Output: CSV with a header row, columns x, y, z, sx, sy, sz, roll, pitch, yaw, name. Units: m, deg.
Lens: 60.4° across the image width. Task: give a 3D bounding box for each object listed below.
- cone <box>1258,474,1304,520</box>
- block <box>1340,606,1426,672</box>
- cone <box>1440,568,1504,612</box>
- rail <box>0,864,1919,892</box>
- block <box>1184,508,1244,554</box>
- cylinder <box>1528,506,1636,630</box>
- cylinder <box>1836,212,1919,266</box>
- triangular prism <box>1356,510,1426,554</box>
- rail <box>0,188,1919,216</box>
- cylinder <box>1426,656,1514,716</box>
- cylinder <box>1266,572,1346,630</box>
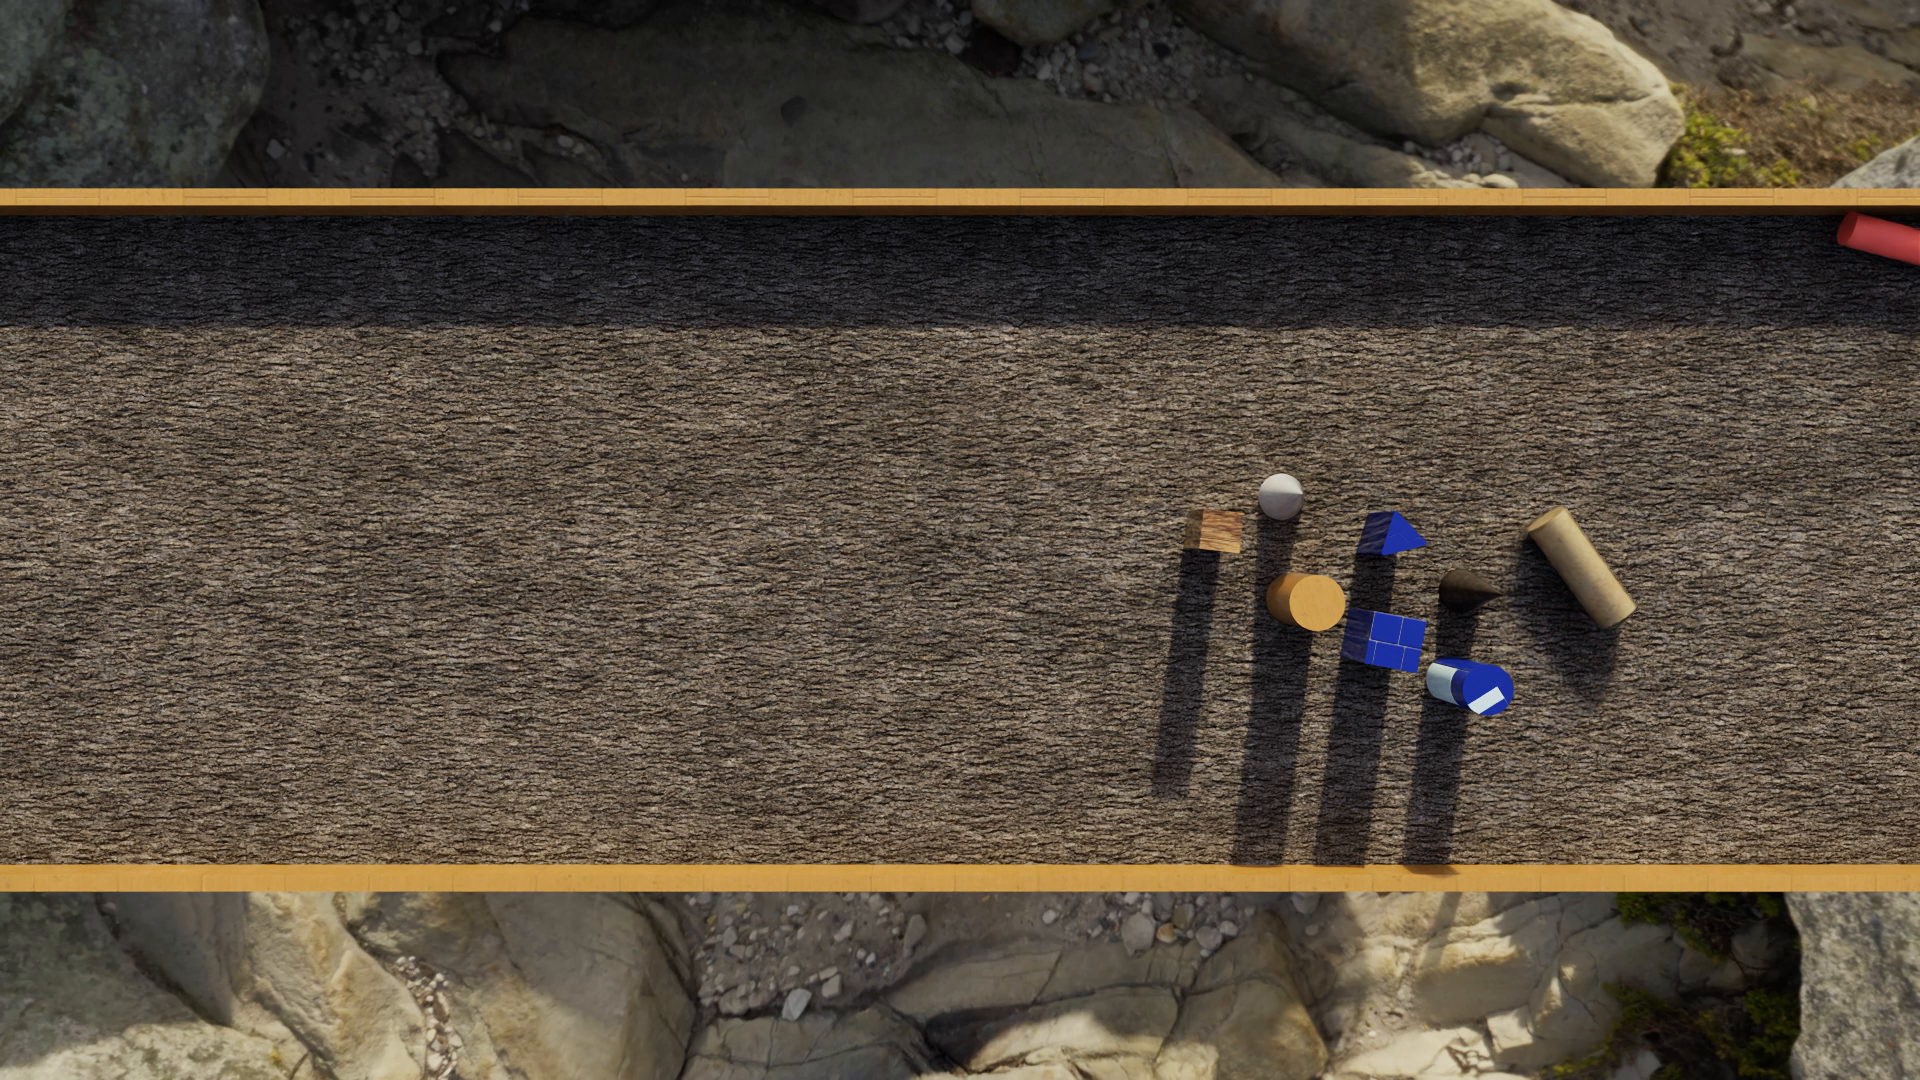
x,y,z,sx,sy,sz,roll,pitch,yaw,name
0.990,-0.133,4.920,0.143,0.313,0.143,0,90,0,cone
1.259,0.295,4.922,0.154,0.309,0.154,11,90,0,block
1.542,0.156,4.876,0.136,0.401,0.136,0,90,0,cone
-2.247,1.025,5.001,12.000,0.150,0.050,0,90,0,rail
0.752,-0.026,4.910,0.116,0.334,0.116,7,90,0,block
1.888,0.085,5.013,0.126,0.126,0.369,-36,90,0,cylinder
2.850,-0.910,5.024,0.308,0.104,0.104,15,90,0,cylinder
1.272,-0.029,4.922,0.132,0.309,0.114,-13,90,0,triangular prism
-2.247,-1.025,5.002,12.000,0.150,0.050,0,90,0,rail
1.506,0.428,4.890,0.145,0.372,0.145,0,90,0,cylinder
1.021,0.180,4.894,0.160,0.365,0.160,0,90,0,cylinder
